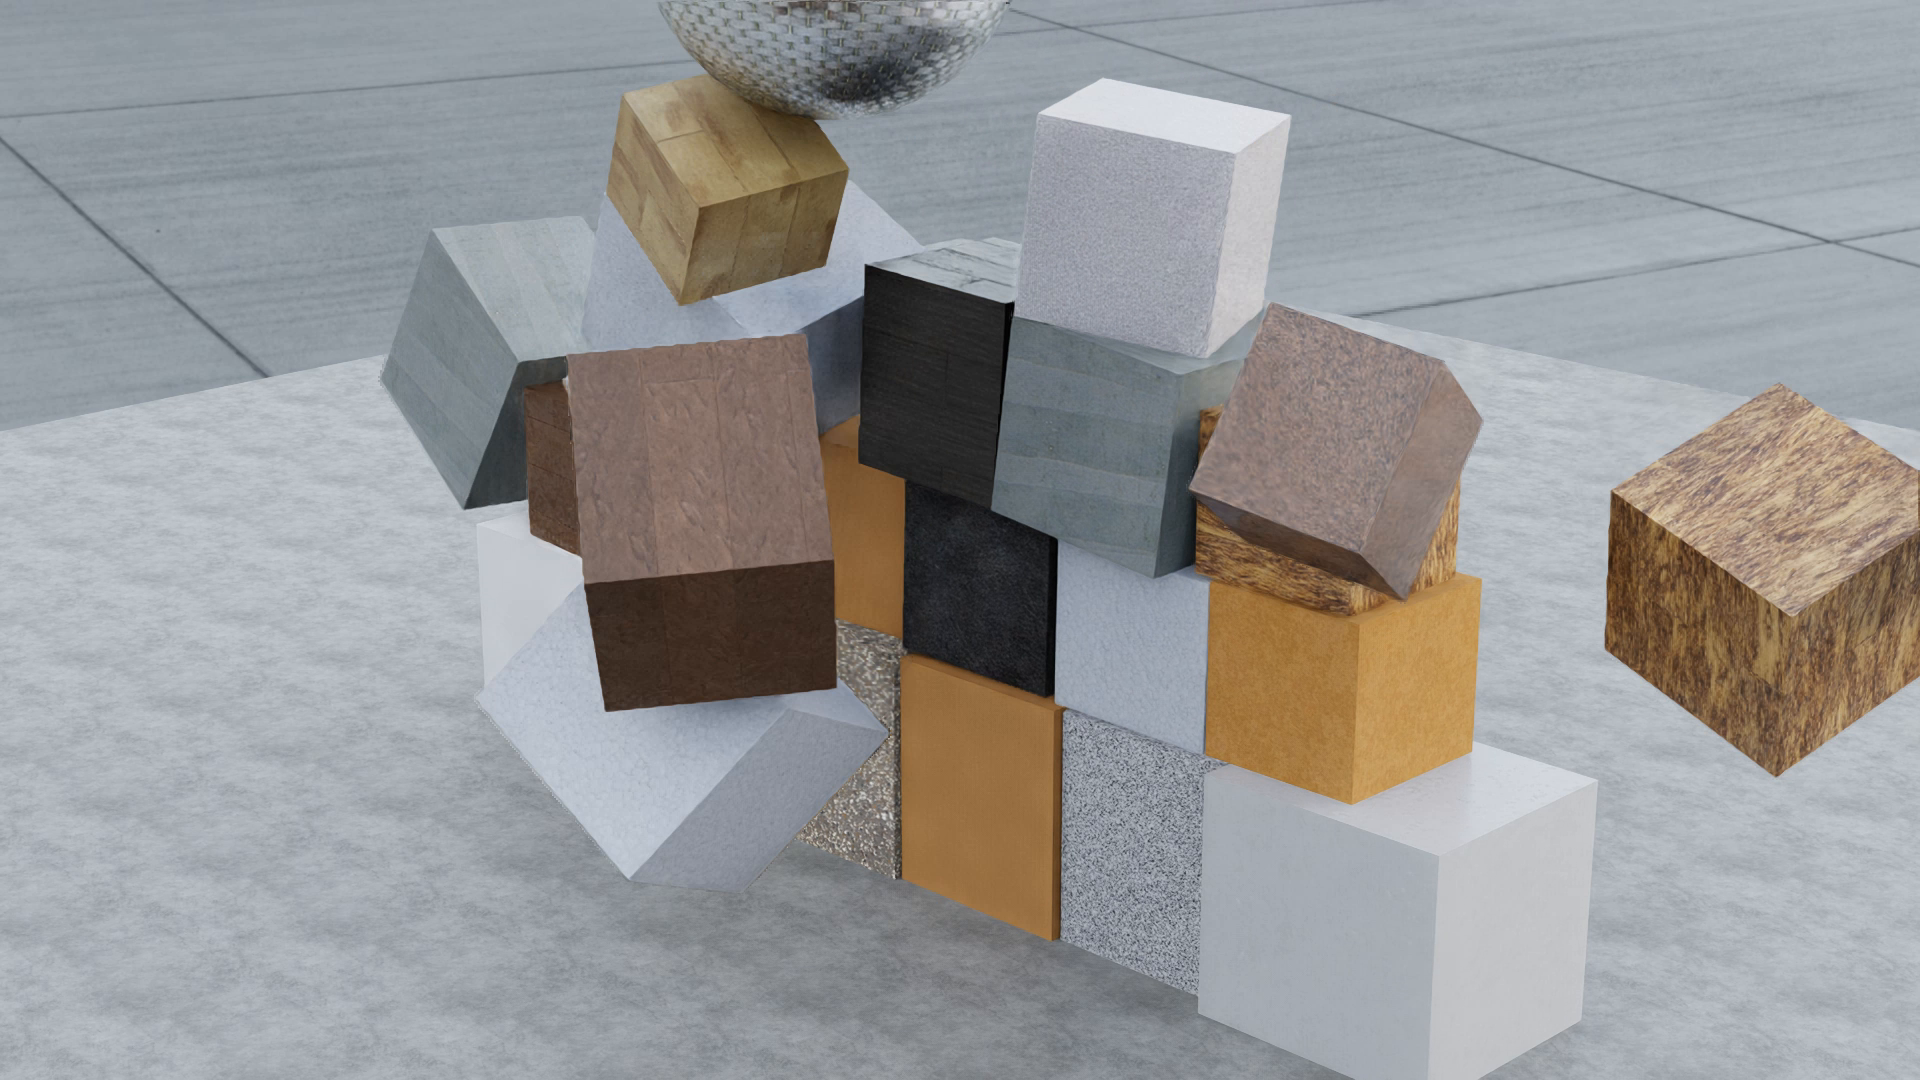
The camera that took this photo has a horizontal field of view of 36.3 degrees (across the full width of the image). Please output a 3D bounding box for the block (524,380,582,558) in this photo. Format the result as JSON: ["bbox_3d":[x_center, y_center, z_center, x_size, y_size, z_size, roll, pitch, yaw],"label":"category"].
[{"bbox_3d":[-1.647,-0.391,14.935,0.837,0.781,0.763,-13,22,-36],"label":"block"}]

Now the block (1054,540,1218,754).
[{"bbox_3d":[0.975,0.354,12.425,0.818,0.735,0.783,17,24,41],"label":"block"}]

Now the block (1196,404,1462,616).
[{"bbox_3d":[1.476,-0.181,11.745,0.697,0.678,0.779,-16,24,-42],"label":"block"}]

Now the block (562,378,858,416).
[{"bbox_3d":[-1.133,-0.410,14.149,0.937,1.051,1.004,-27,24,-32],"label":"block"}]

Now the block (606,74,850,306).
[{"bbox_3d":[-1.004,-1.538,12.568,0.718,0.590,0.711,-18,58,-28],"label":"block"}]

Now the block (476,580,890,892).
[{"bbox_3d":[-1.057,0.681,11.332,0.970,0.884,0.951,46,9,22],"label":"block"}]

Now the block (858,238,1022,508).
[{"bbox_3d":[0.151,-0.748,12.826,0.814,0.901,0.829,19,25,39],"label":"block"}]

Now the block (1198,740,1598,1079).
[{"bbox_3d":[1.770,1.459,11.931,1.067,1.062,1.156,-17,24,-42],"label":"block"}]

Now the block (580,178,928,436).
[{"bbox_3d":[-0.927,-1.102,13.219,1.008,0.902,1.084,-31,65,-34],"label":"block"}]

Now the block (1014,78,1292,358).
[{"bbox_3d":[0.792,-1.332,12.020,0.829,0.847,0.789,14,23,18],"label":"block"}]

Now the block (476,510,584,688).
[{"bbox_3d":[-1.785,0.416,15.345,0.937,1.005,1.134,-17,24,-42],"label":"block"}]

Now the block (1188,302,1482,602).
[{"bbox_3d":[1.390,-0.316,10.755,0.683,0.745,0.760,22,-5,24],"label":"block"}]

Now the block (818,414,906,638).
[{"bbox_3d":[-0.225,-0.098,13.624,0.775,0.839,0.761,16,24,41],"label":"block"}]

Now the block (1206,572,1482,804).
[{"bbox_3d":[1.554,0.518,11.904,0.751,0.749,0.801,17,24,42],"label":"block"}]

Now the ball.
[{"bbox_3d":[-0.518,-2.525,12.005,1.600,1.600,1.600,0,17,0],"label":"ball"}]

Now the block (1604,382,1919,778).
[{"bbox_3d":[2.939,0.134,10.543,0.838,0.819,0.850,-30,47,-20],"label":"block"}]

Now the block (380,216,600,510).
[{"bbox_3d":[-2.332,-0.954,15.633,0.913,1.078,1.015,-11,53,-38],"label":"block"}]

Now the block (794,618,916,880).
[{"bbox_3d":[-0.357,0.813,13.942,1.118,1.090,0.966,16,24,42],"label":"block"}]

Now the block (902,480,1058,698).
[{"bbox_3d":[0.318,0.113,13.013,0.861,0.815,0.742,18,24,41],"label":"block"}]

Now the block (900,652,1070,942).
[{"bbox_3d":[0.402,1.038,13.255,0.948,1.072,0.943,-17,24,-42],"label":"block"}]

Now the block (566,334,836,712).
[{"bbox_3d":[-0.904,-0.054,10.367,0.832,0.911,0.926,-6,59,-5],"label":"block"}]

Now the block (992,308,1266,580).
[{"bbox_3d":[0.837,-0.497,12.280,0.883,0.875,1.011,24,28,37],"label":"block"}]

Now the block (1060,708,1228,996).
[{"bbox_3d":[1.062,1.236,12.639,0.885,1.063,0.880,-17,24,-42],"label":"block"}]
